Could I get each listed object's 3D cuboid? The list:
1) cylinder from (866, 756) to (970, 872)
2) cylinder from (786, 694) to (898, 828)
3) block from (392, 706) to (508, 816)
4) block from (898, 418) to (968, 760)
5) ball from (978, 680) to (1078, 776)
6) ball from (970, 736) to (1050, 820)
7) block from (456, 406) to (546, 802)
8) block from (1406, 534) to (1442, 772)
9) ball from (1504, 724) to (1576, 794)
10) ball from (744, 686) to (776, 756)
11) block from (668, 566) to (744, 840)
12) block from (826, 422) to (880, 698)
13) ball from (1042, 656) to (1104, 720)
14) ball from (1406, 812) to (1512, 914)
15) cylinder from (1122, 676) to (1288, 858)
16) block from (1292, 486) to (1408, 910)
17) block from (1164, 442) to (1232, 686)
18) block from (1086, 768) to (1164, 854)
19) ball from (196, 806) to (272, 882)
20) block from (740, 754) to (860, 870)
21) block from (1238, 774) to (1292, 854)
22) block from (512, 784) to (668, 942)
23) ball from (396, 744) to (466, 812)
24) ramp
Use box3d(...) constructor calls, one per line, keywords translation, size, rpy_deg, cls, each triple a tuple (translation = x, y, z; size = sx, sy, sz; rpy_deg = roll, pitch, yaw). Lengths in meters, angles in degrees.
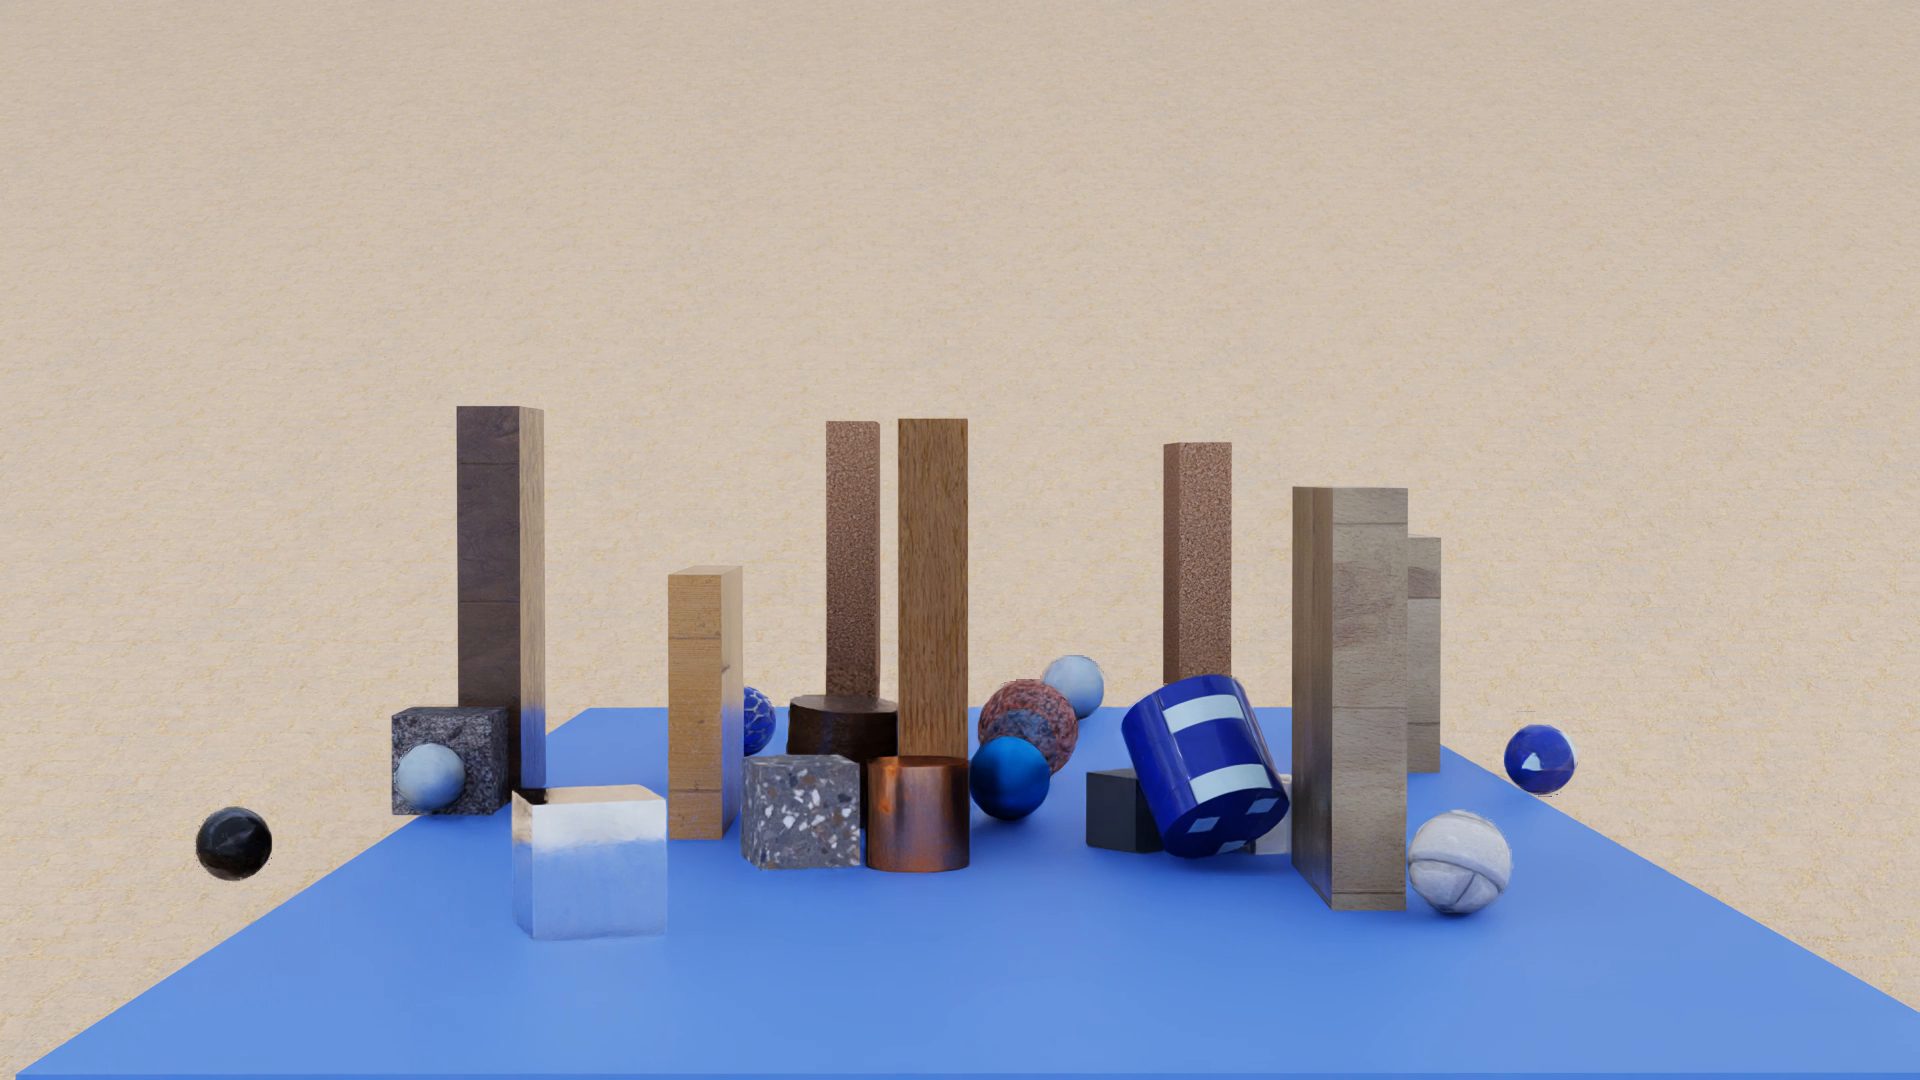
box3d(translation=(-0.065, 0.416, 3.927), size=(0.158, 0.158, 0.158), rpy_deg=(0, 1, 0), cls="cylinder")
box3d(translation=(-0.200, 0.376, 4.414), size=(0.195, 0.195, 0.195), rpy_deg=(4, 5, 0), cls="cylinder")
box3d(translation=(-0.905, 0.391, 4.589), size=(0.174, 0.174, 0.174), rpy_deg=(0, 1, 0), cls="block")
box3d(translation=(-0.042, 0.147, 4.196), size=(0.108, 0.681, 0.394), rpy_deg=(0, 1, 0), cls="block")
box3d(translation=(0.131, 0.370, 4.992), size=(0.195, 0.195, 0.195), rpy_deg=(0, 26, 0), cls="ball")
box3d(translation=(0.084, 0.410, 4.434), size=(0.144, 0.144, 0.144), rpy_deg=(0, 26, 0), cls="ball")
box3d(translation=(-0.853, 0.113, 4.808), size=(0.114, 0.718, 0.279), rpy_deg=(0, 1, 0), cls="block")
box3d(translation=(0.884, 0.224, 5.326), size=(0.140, 0.468, 0.411), rpy_deg=(0, 1, 0), cls="block")
box3d(translation=(1.142, 0.431, 5.076), size=(0.140, 0.140, 0.140), rpy_deg=(0, 26, 0), cls="ball")
box3d(translation=(-0.462, 0.381, 5.418), size=(0.151, 0.151, 0.151), rpy_deg=(0, 26, 0), cls="ball")
box3d(translation=(-0.432, 0.267, 4.410), size=(0.087, 0.432, 0.424), rpy_deg=(0, 1, 0), cls="block")
box3d(translation=(-0.195, 0.129, 4.753), size=(0.088, 0.689, 0.287), rpy_deg=(0, 1, 0), cls="block")
box3d(translation=(0.271, 0.357, 6.210), size=(0.155, 0.155, 0.155), rpy_deg=(0, 26, 0), cls="ball")
box3d(translation=(0.674, 0.437, 3.488), size=(0.139, 0.139, 0.139), rpy_deg=(0, 26, 0), cls="ball")
box3d(translation=(0.377, 0.350, 3.980), size=(0.204, 0.204, 0.204), rpy_deg=(-8, 56, -17), cls="cylinder")
box3d(translation=(0.558, 0.212, 3.723), size=(0.102, 0.576, 0.424), rpy_deg=(0, 1, 0), cls="block")
box3d(translation=(0.393, 0.162, 4.293), size=(0.083, 0.646, 0.326), rpy_deg=(0, 1, 0), cls="block")
box3d(translation=(0.285, 0.431, 4.123), size=(0.117, 0.117, 0.117), rpy_deg=(-1, 2, -38), cls="block")
box3d(translation=(-1.270, 0.531, 4.511), size=(0.130, 0.130, 0.130), rpy_deg=(0, 26, 0), cls="ball")
box3d(translation=(-0.247, 0.417, 3.976), size=(0.154, 0.154, 0.154), rpy_deg=(0, 2, -16), cls="block")
box3d(translation=(0.496, 0.435, 4.100), size=(0.110, 0.110, 0.110), rpy_deg=(-1, 2, -20), cls="block")
box3d(translation=(-0.490, 0.422, 3.399), size=(0.174, 0.174, 0.174), rpy_deg=(-1, 2, -18), cls="block")
box3d(translation=(-0.911, 0.409, 4.444), size=(0.117, 0.117, 0.117), rpy_deg=(0, 26, 0), cls="ball")
box3d(translation=(0.058, 0.528, 4.565), size=(2.000, 0.100, 4.000), rpy_deg=(0, 1, 0), cls="ramp")
